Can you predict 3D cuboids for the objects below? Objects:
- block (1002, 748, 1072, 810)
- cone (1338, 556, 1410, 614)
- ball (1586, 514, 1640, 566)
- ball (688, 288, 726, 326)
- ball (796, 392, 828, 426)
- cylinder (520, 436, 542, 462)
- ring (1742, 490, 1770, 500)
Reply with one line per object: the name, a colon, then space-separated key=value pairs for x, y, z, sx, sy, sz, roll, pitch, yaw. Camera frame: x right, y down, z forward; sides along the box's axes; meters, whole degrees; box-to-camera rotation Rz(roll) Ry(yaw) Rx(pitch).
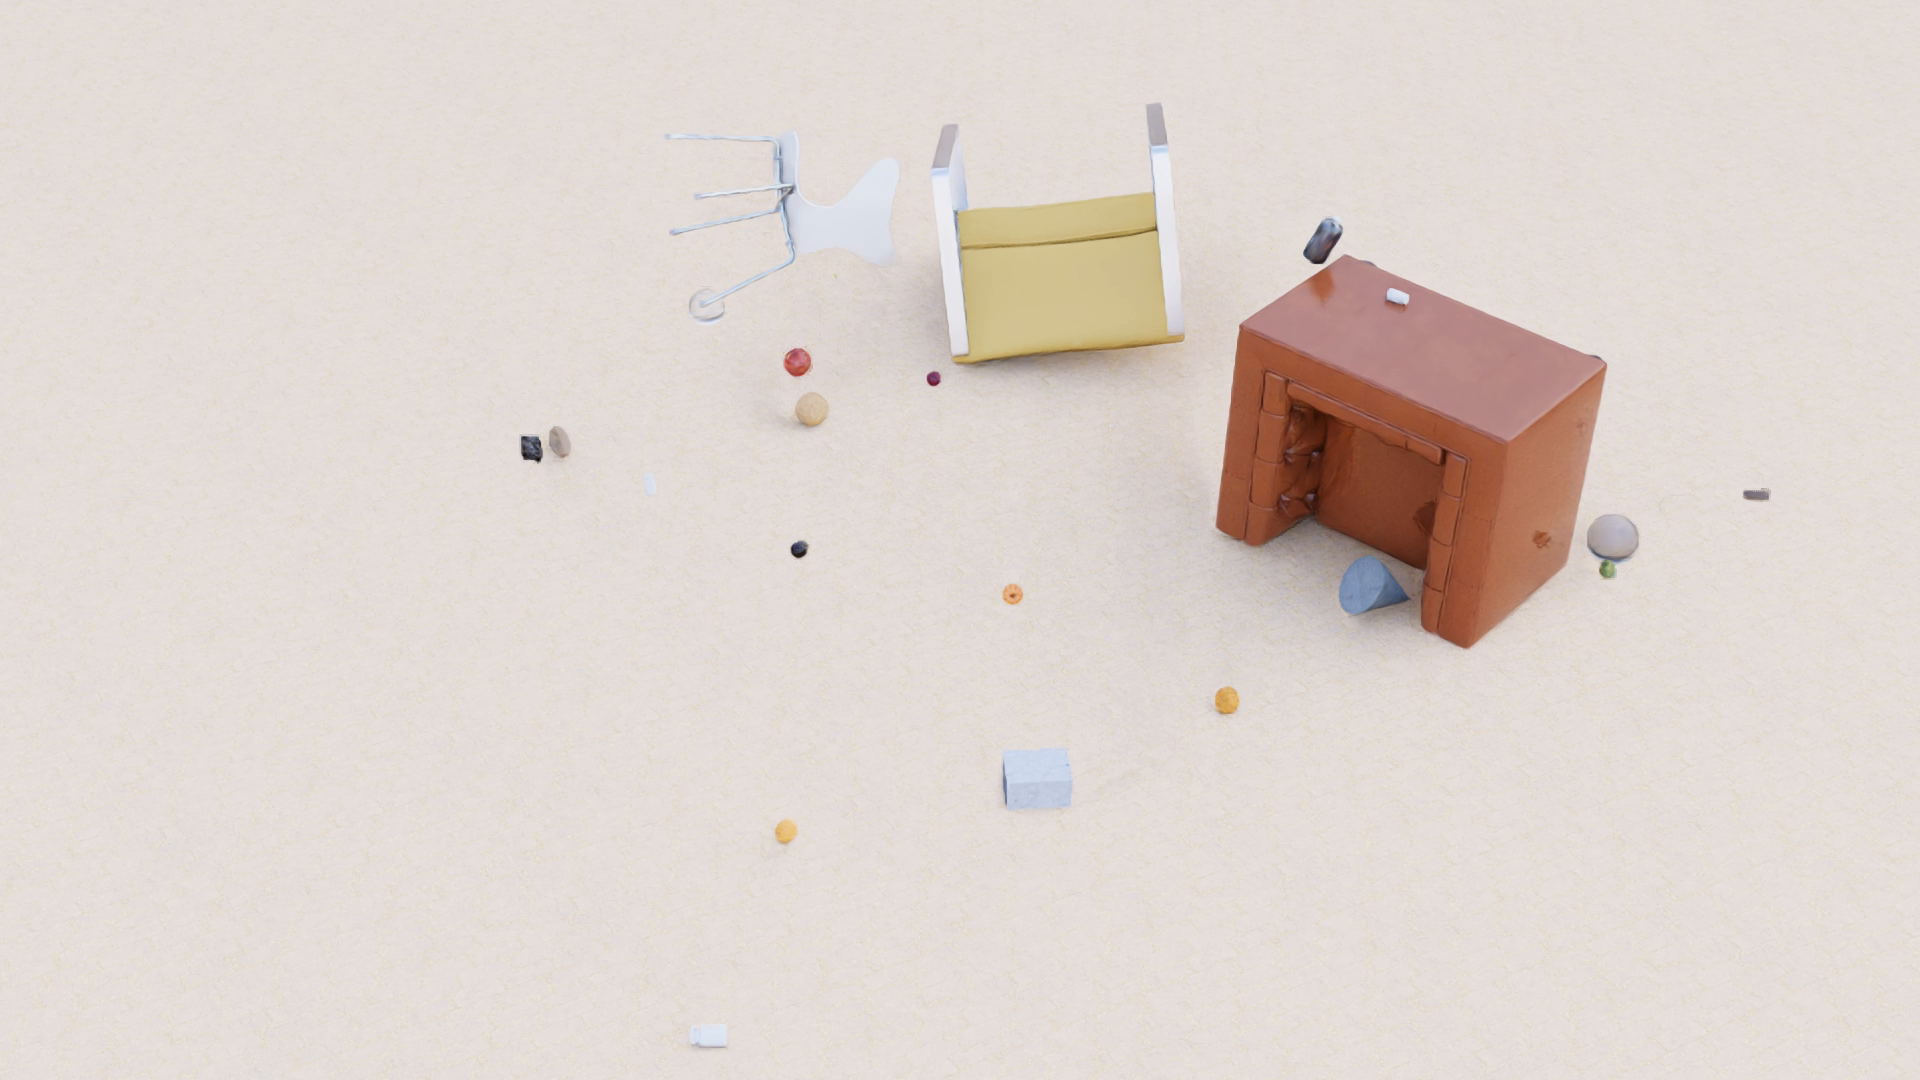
block: x=0.253 y=0.786 z=9.649 sx=0.213 sy=0.112 sz=0.173 roll=-2 pitch=33 yaw=-4
cone: x=1.535 y=0.189 z=10.561 sx=0.228 sy=0.255 sz=0.213 roll=16 pitch=67 yaw=-28
ball: x=2.399 y=-0.002 z=10.773 sx=0.193 sy=0.193 sz=0.193 roll=0 pitch=33 yaw=0
ball: x=-1.026 y=-0.942 z=11.873 sx=0.150 sy=0.150 sz=0.150 roll=0 pitch=33 yaw=0
ball: x=-0.586 y=-0.519 z=11.610 sx=0.133 sy=0.133 sz=0.133 roll=0 pitch=33 yaw=0
cylinder: x=-1.658 y=-0.354 z=11.343 sx=0.061 sy=0.116 sz=0.062 roll=4 pitch=43 yaw=11
ring: x=2.980 y=-0.167 z=10.980 sx=0.101 sy=0.036 sz=0.053 roll=3 pitch=-1 yaw=25
